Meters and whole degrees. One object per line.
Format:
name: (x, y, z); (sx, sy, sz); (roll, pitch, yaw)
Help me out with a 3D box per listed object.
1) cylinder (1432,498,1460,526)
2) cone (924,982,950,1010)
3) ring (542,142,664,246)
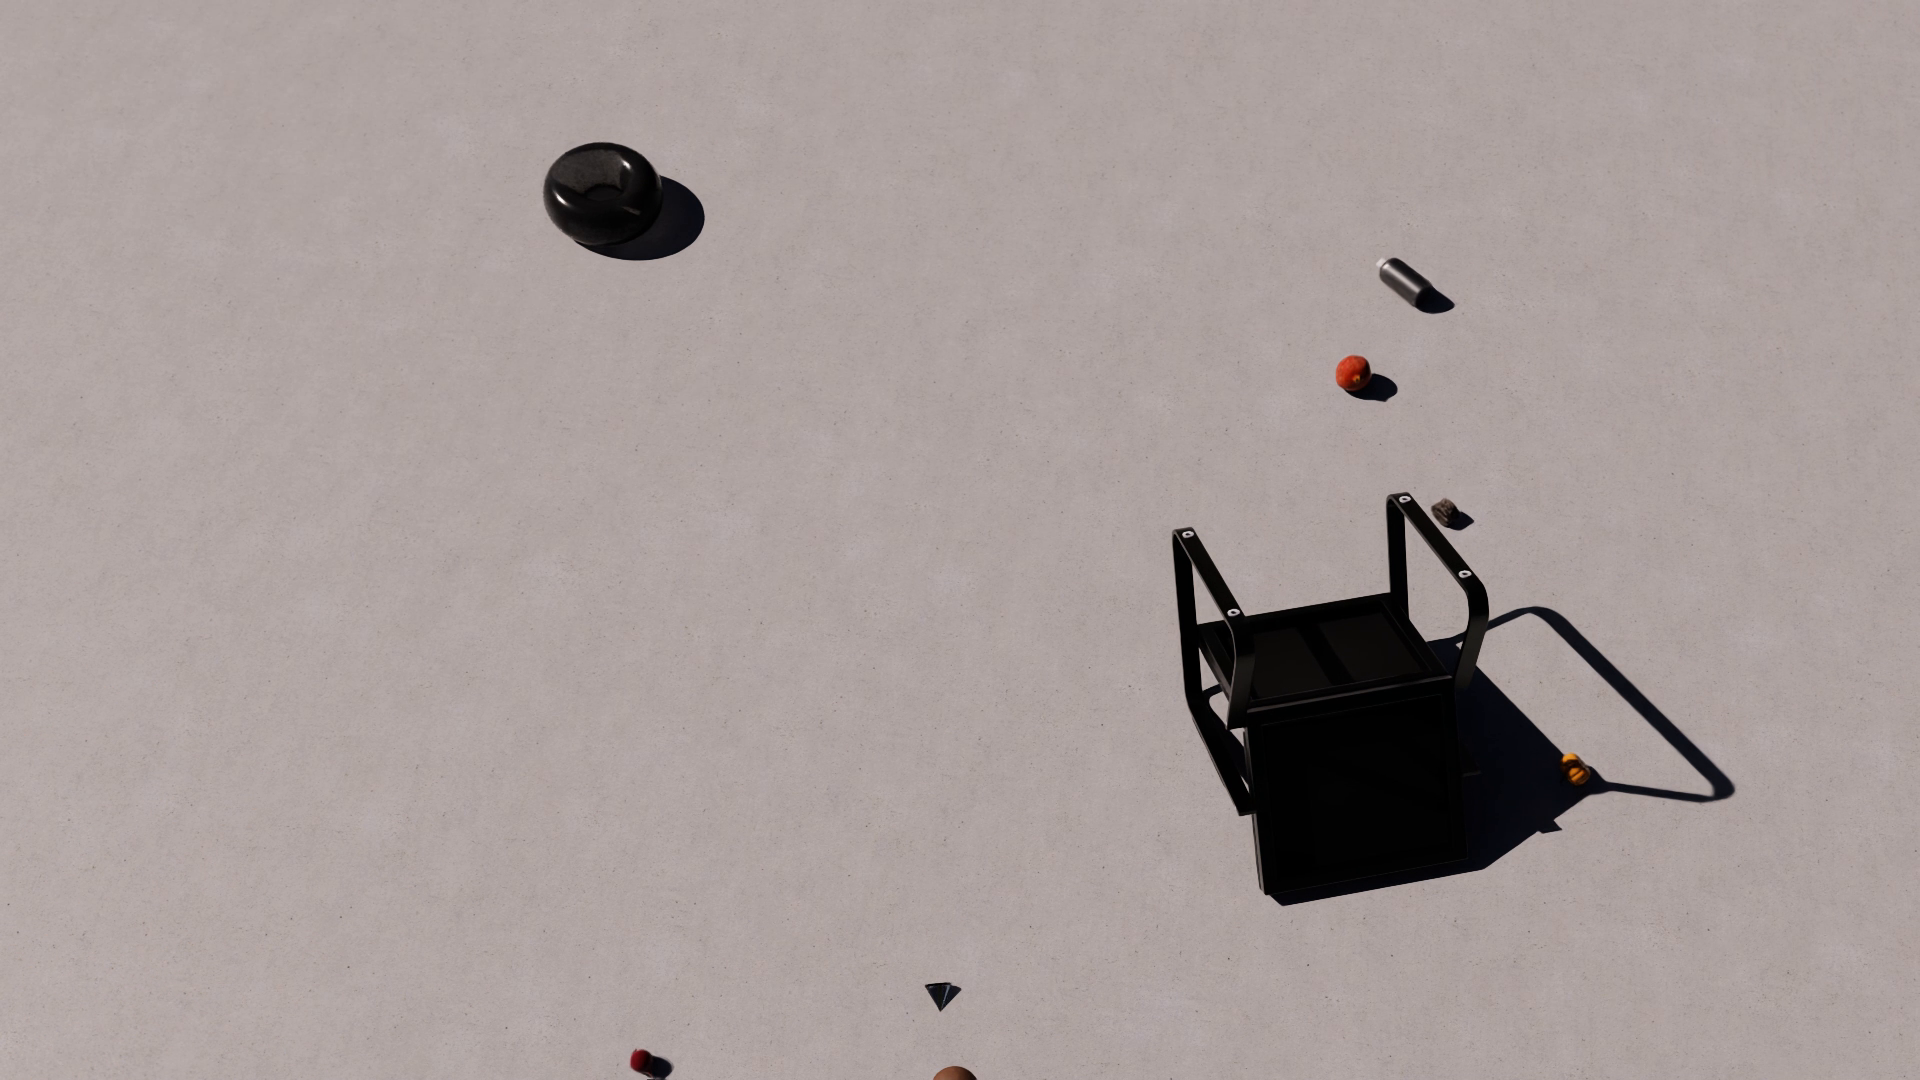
cylinder: (1.455, -0.085, 6.594); (0.045, 0.060, 0.075); (-31, 60, -17)
cone: (-0.055, 1.199, 5.757); (0.073, 0.042, 0.074); (-4, 75, -10)
ring: (-1.176, -1.140, 7.241); (0.402, 0.165, 0.387); (37, 62, 21)
